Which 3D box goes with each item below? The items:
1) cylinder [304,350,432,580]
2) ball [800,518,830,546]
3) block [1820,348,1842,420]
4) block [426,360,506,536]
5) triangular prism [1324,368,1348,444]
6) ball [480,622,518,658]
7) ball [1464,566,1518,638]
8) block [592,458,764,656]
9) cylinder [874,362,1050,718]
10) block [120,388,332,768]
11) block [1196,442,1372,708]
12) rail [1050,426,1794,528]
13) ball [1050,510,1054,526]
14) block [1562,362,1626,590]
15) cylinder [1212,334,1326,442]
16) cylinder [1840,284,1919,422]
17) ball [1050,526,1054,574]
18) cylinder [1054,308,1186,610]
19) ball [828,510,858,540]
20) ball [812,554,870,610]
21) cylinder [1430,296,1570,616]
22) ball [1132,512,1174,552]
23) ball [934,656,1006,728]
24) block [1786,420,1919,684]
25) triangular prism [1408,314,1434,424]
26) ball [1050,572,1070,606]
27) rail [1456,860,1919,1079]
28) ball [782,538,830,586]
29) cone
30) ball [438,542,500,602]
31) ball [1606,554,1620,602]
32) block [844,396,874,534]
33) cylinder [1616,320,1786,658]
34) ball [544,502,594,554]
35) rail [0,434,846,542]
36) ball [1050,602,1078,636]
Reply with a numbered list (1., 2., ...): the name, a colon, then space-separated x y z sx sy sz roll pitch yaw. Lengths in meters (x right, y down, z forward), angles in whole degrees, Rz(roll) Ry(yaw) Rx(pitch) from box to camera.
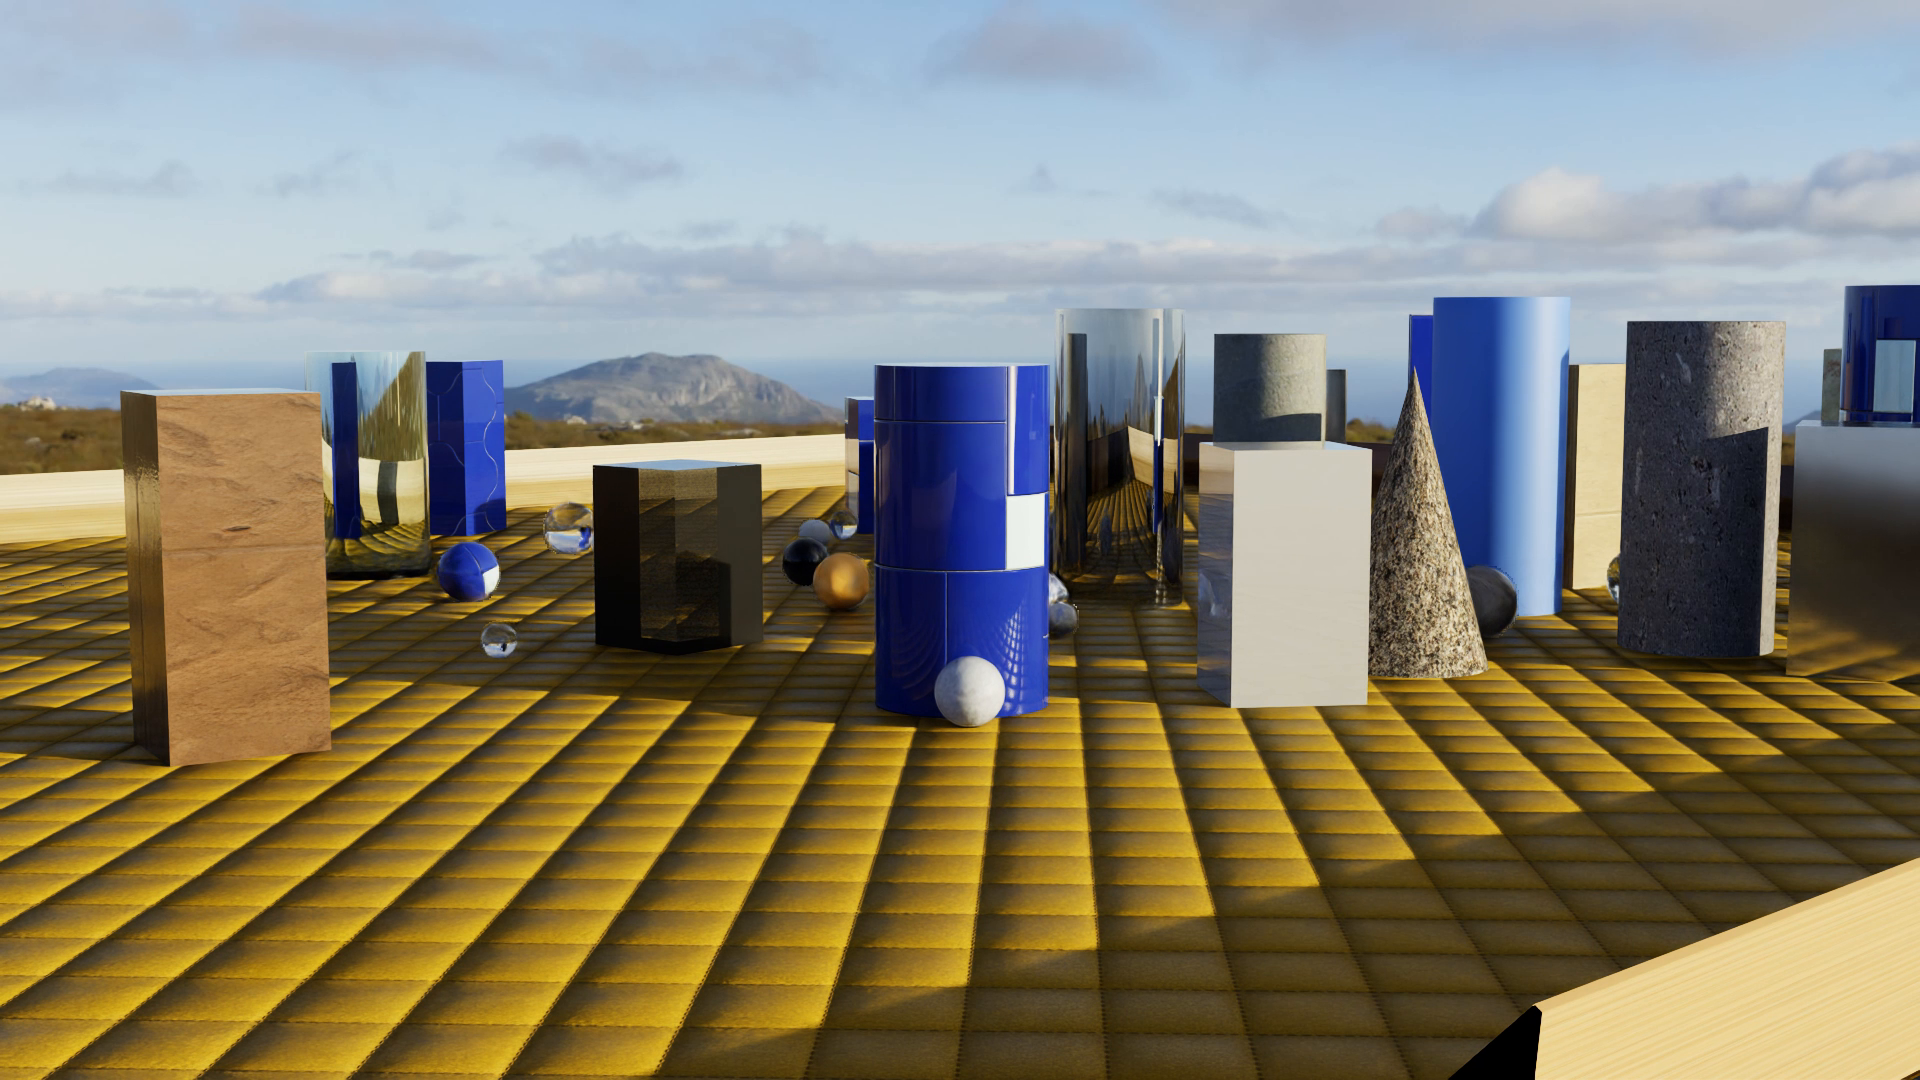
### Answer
1. cylinder: -1.000 -0.130 3.715 0.198 0.377 0.198 0 6 0
2. ball: -0.270 -0.010 4.097 0.058 0.058 0.058 0 6 0
3. block: 1.484 -0.116 3.545 0.158 0.383 0.158 4 7 32
4. block: -1.028 -0.189 4.435 0.158 0.345 0.158 2 6 18
5. triangular prism: 0.656 -0.170 4.306 0.171 0.333 0.148 0 6 0
6. ball: -0.592 0.129 2.823 0.046 0.046 0.046 0 6 0
7. ball: 0.709 0.084 2.997 0.099 0.099 0.099 0 6 0
8. block: -0.377 0.019 2.944 0.158 0.240 0.158 5 8 39
9. cylinder: 0.002 -0.006 2.485 0.198 0.385 0.198 0 6 0
10. block: -0.749 0.030 2.242 0.158 0.363 0.158 -4 7 -32
11. block: 0.372 0.036 2.545 0.158 0.289 0.158 -1 6 -8
12. rail: 1.477 -0.108 4.687 0.045 0.129 3.796 -5 8 -42
13. ball: 0.189 -0.010 3.905 0.099 0.099 0.099 0 6 0
14. block: 1.003 -0.111 3.613 0.158 0.359 0.158 -4 7 -34
15. cylinder: 0.549 -0.164 3.912 0.198 0.403 0.198 0 6 0
16. cylinder: 1.361 -0.122 3.144 0.198 0.480 0.198 0 6 0
17. ball: 0.159 0.025 3.583 0.096 0.096 0.096 0 6 0
18. cylinder: 0.242 -0.128 3.349 0.198 0.447 0.198 0 6 0
19. ball: -0.229 -0.030 4.299 0.056 0.056 0.056 0 6 0
20. ball: -0.178 0.062 3.280 0.085 0.085 0.085 0 6 0
21. cylinder: 0.803 -0.129 3.285 0.198 0.464 0.198 0 6 0
22. ball: 0.357 -0.014 4.057 0.075 0.075 0.075 0 6 0
23. ball: 0.010 0.162 2.358 0.076 0.076 0.076 0 6 0
24. block: 1.115 0.010 2.714 0.158 0.306 0.158 3 7 24
25. triangular prism: 0.897 -0.185 3.947 0.171 0.438 0.148 2 6 16
26. ball: 0.113 0.084 3.092 0.081 0.081 0.081 0 6 0
27. rail: 1.271 0.176 1.962 4.066 0.129 0.045 -5 8 -42
28. ball: -0.250 0.034 3.576 0.078 0.078 0.078 0 6 0
29. cone: 0.565 -0.030 2.752 0.198 0.376 0.198 0 6 0
30. ball: -0.753 0.048 3.369 0.093 0.093 0.093 0 6 0
31. ball: 1.012 0.058 3.280 0.093 0.093 0.093 0 6 0
32. block: -0.142 -0.155 4.473 0.158 0.268 0.158 -1 6 -13
33. cylinder: 0.978 -0.073 2.906 0.198 0.430 0.198 0 6 0
34. ball: -0.712 -0.021 4.021 0.096 0.096 0.096 0 6 0
35. rail: -1.271 -0.109 4.702 4.066 0.129 0.045 -5 8 -42
36. ball: 0.139 0.108 3.027 0.045 0.045 0.045 0 6 0
